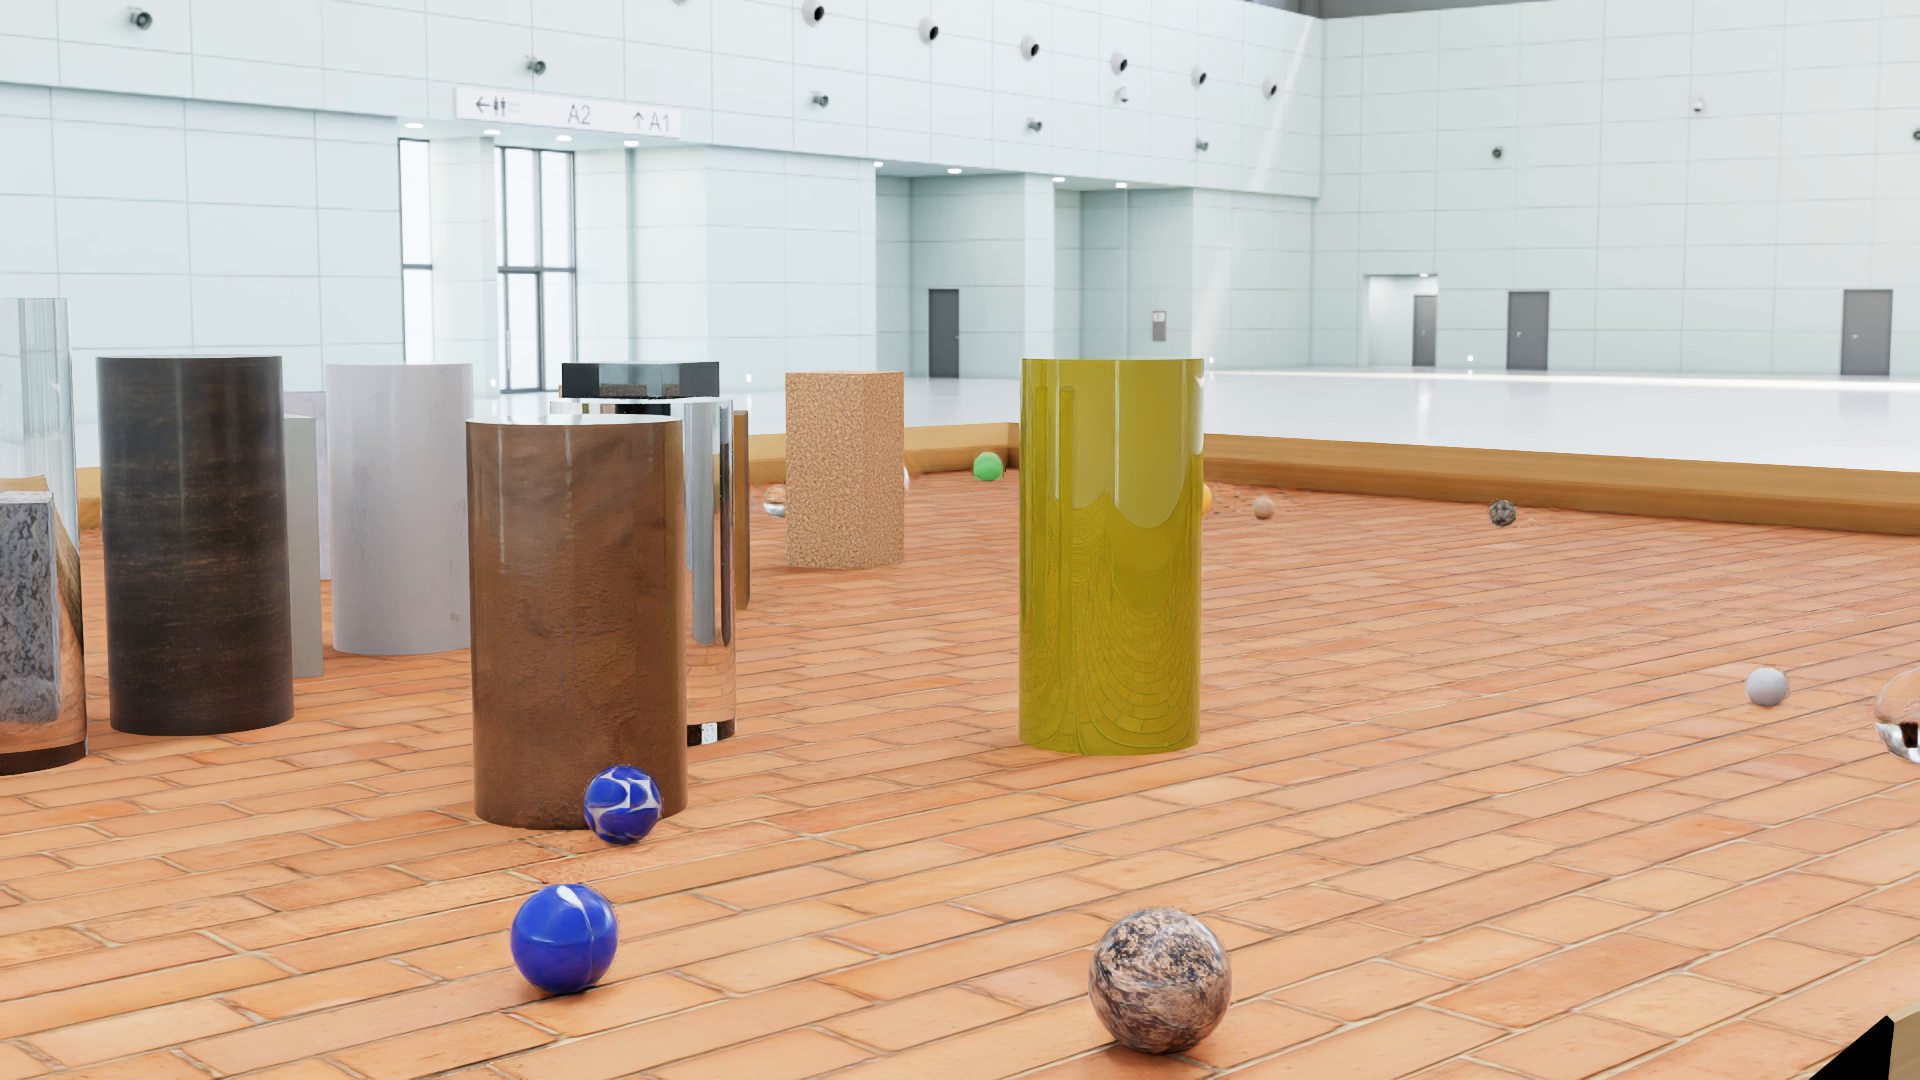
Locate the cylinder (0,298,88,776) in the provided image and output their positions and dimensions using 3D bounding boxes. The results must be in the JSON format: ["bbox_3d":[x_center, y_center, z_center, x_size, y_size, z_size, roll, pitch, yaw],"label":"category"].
[{"bbox_3d":[-0.963,-0.009,2.152,0.189,0.453,0.189,0,6,0],"label":"cylinder"}]

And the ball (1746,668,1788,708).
[{"bbox_3d":[0.902,0.165,2.457,0.044,0.044,0.044,0,6,0],"label":"ball"}]

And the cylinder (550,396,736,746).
[{"bbox_3d":[-0.330,0.028,2.295,0.189,0.349,0.189,0,6,0],"label":"cylinder"}]

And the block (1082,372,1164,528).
[{"bbox_3d":[0.332,-0.185,4.502,0.151,0.310,0.151,0,6,-1],"label":"block"}]

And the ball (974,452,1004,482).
[{"bbox_3d":[0.072,-0.187,5.623,0.077,0.077,0.077,0,6,0],"label":"ball"}]

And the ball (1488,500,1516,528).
[{"bbox_3d":[1.104,-0.054,4.472,0.055,0.055,0.055,0,6,0],"label":"ball"}]

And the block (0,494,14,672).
[{"bbox_3d":[-1.164,0.071,2.427,0.151,0.237,0.151,2,6,20],"label":"block"}]

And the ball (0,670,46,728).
[{"bbox_3d":[-1.005,0.168,2.339,0.062,0.062,0.062,0,6,0],"label":"ball"}]

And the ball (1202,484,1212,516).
[{"bbox_3d":[0.487,-0.085,4.624,0.086,0.086,0.086,0,6,0],"label":"ball"}]

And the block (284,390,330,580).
[{"bbox_3d":[-1.074,-0.093,3.664,0.151,0.304,0.151,-2,7,-22],"label":"block"}]

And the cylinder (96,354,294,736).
[{"bbox_3d":[-0.820,-0.001,2.364,0.189,0.393,0.189,0,6,0],"label":"cylinder"}]

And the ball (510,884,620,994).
[{"bbox_3d":[-0.258,0.260,1.434,0.071,0.071,0.071,0,6,0],"label":"ball"}]

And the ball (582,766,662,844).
[{"bbox_3d":[-0.281,0.221,1.830,0.064,0.064,0.064,0,6,0],"label":"ball"}]

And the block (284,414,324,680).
[{"bbox_3d":[-0.875,0.007,2.669,0.151,0.313,0.151,-4,7,-32],"label":"block"}]

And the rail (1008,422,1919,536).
[{"bbox_3d":[1.479,-0.112,4.690,0.045,0.122,4.014,-6,8,-42],"label":"rail"}]

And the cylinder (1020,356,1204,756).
[{"bbox_3d":[0.155,0.009,2.265,0.189,0.393,0.189,0,6,0],"label":"cylinder"}]

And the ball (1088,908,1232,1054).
[{"bbox_3d":[0.120,0.264,1.317,0.086,0.086,0.086,0,6,0],"label":"ball"}]

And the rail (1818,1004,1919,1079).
[{"bbox_3d":[1.345,0.185,1.883,4.073,0.122,0.045,-6,8,-42],"label":"rail"}]

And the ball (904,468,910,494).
[{"bbox_3d":[-0.162,-0.135,5.066,0.092,0.092,0.092,0,6,0],"label":"ball"}]

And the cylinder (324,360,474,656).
[{"bbox_3d":[-0.734,-0.047,2.899,0.189,0.372,0.189,0,6,0],"label":"cylinder"}]

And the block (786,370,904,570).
[{"bbox_3d":[-0.199,-0.124,3.818,0.151,0.333,0.151,3,7,25],"label":"block"}]

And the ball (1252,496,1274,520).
[{"bbox_3d":[0.639,-0.067,4.634,0.048,0.048,0.048,0,6,0],"label":"ball"}]

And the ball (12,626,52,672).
[{"bbox_3d":[-1.139,0.134,2.678,0.059,0.059,0.059,0,6,0],"label":"ball"}]

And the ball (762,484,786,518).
[{"bbox_3d":[-0.381,-0.083,4.661,0.073,0.073,0.073,0,6,0],"label":"ball"}]

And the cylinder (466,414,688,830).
[{"bbox_3d":[-0.339,0.066,1.953,0.189,0.347,0.189,0,6,0],"label":"cylinder"}]

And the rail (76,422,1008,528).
[{"bbox_3d":[-1.345,-0.121,4.782,4.073,0.122,0.045,-6,8,-42],"label":"rail"}]

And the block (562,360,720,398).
[{"bbox_3d":[-0.422,-0.050,2.931,0.151,0.372,0.151,3,7,23],"label":"block"}]

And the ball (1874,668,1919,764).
[{"bbox_3d":[0.943,0.172,2.148,0.094,0.094,0.094,0,6,0],"label":"ball"}]

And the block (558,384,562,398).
[{"bbox_3d":[-0.731,-0.184,4.612,0.151,0.285,0.151,4,7,33],"label":"block"}]

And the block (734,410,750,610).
[{"bbox_3d":[-0.396,-0.047,3.305,0.151,0.288,0.151,0,6,-3],"label":"block"}]
